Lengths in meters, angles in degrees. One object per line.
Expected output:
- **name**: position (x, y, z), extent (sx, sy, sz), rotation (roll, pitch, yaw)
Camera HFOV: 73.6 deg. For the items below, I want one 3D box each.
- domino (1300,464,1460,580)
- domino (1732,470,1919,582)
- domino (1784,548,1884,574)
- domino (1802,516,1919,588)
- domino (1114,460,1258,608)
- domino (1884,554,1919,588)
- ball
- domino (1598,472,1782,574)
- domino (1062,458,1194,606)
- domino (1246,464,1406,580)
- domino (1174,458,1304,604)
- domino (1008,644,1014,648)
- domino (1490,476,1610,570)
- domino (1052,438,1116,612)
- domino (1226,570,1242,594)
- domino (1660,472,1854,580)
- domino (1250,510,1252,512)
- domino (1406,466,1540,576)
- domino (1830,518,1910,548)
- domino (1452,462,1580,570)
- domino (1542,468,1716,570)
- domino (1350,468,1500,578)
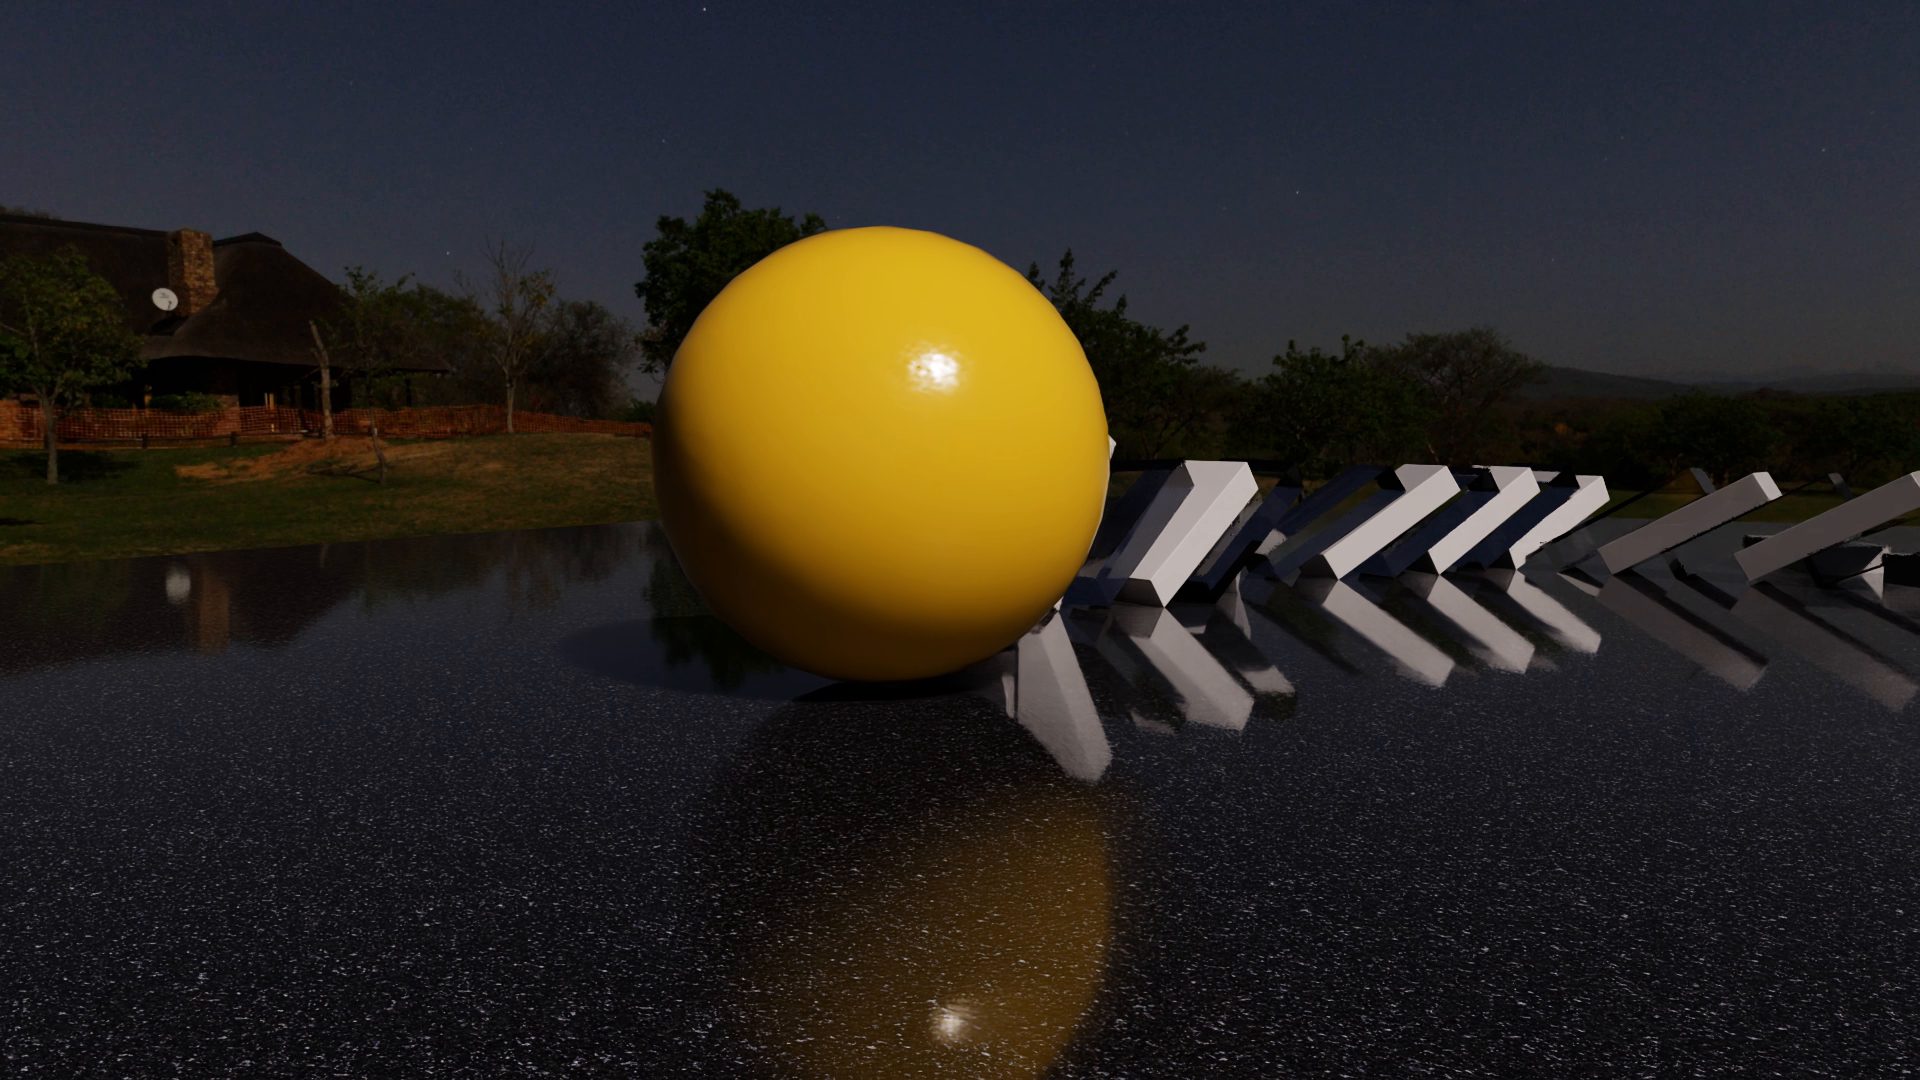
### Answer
- **domino**: position (0.134, -0.006, 0.416), extent (0.050, 0.009, 0.025), rotation (-35, 10, -7)
- **domino**: position (0.262, -0.004, 0.385), extent (0.025, 0.010, 0.050), rotation (-6, -23, -49)
- **domino**: position (0.297, 0.004, 0.445), extent (0.025, 0.009, 0.050), rotation (1, 4, 12)
- **domino**: position (0.276, -0.001, 0.373), extent (0.050, 0.009, 0.025), rotation (-30, -15, 37)
- **domino**: position (0.058, -0.003, 0.353), extent (0.025, 0.010, 0.050), rotation (6, 44, 48)
- **domino**: position (0.309, 0.009, 0.381), extent (0.050, 0.009, 0.025), rotation (0, 4, 2)
- **ball**: position (-0.014, -0.015, 0.227), extent (0.080, 0.080, 0.080), rotation (0, 4, 0)
- **domino**: position (0.234, -0.005, 0.411), extent (0.050, 0.009, 0.025), rotation (-36, -19, 37)
- **domino**: position (0.041, -0.003, 0.349), extent (0.025, 0.010, 0.050), rotation (0, 40, 44)
- **domino**: position (0.116, -0.006, 0.415), extent (0.050, 0.009, 0.025), rotation (-34, 9, -6)
- **domino**: position (0.073, -0.004, 0.361), extent (0.025, 0.009, 0.050), rotation (8, 45, 47)
- **domino**: position (-0.001, -0.002, 0.273), extent (0.025, 0.050, 0.010), rotation (0, -24, 2)
- **domino**: position (0.201, -0.007, 0.452), extent (0.050, 0.009, 0.025), rotation (-31, 16, -20)
- **domino**: position (0.021, -0.007, 0.339), extent (0.025, 0.050, 0.009), rotation (4, -26, 40)
- **domino**: position (0.073, -0.003, 0.386), extent (0.025, 0.010, 0.050), rotation (1, 36, 18)
- **domino**: position (0.248, -0.004, 0.399), extent (0.050, 0.009, 0.025), rotation (-35, -19, 36)
- **domino**: position (0.082, -0.005, 0.425), extent (0.025, 0.010, 0.050), rotation (1, 31, 19)
- **domino**: position (0.168, -0.007, 0.434), extent (0.050, 0.010, 0.025), rotation (-35, 17, -16)
- **domino**: position (0.292, -0.004, 0.429), extent (0.025, 0.010, 0.050), rotation (1, 4, 9)
- **domino**: position (0.186, -0.009, 0.442), extent (0.050, 0.009, 0.025), rotation (-36, 17, -17)
- **domino**: position (0.221, -0.007, 0.424), extent (0.050, 0.009, 0.025), rotation (-36, -20, 34)
- **domino**: position (0.151, -0.007, 0.426), extent (0.050, 0.009, 0.025), rotation (-35, 16, -16)
